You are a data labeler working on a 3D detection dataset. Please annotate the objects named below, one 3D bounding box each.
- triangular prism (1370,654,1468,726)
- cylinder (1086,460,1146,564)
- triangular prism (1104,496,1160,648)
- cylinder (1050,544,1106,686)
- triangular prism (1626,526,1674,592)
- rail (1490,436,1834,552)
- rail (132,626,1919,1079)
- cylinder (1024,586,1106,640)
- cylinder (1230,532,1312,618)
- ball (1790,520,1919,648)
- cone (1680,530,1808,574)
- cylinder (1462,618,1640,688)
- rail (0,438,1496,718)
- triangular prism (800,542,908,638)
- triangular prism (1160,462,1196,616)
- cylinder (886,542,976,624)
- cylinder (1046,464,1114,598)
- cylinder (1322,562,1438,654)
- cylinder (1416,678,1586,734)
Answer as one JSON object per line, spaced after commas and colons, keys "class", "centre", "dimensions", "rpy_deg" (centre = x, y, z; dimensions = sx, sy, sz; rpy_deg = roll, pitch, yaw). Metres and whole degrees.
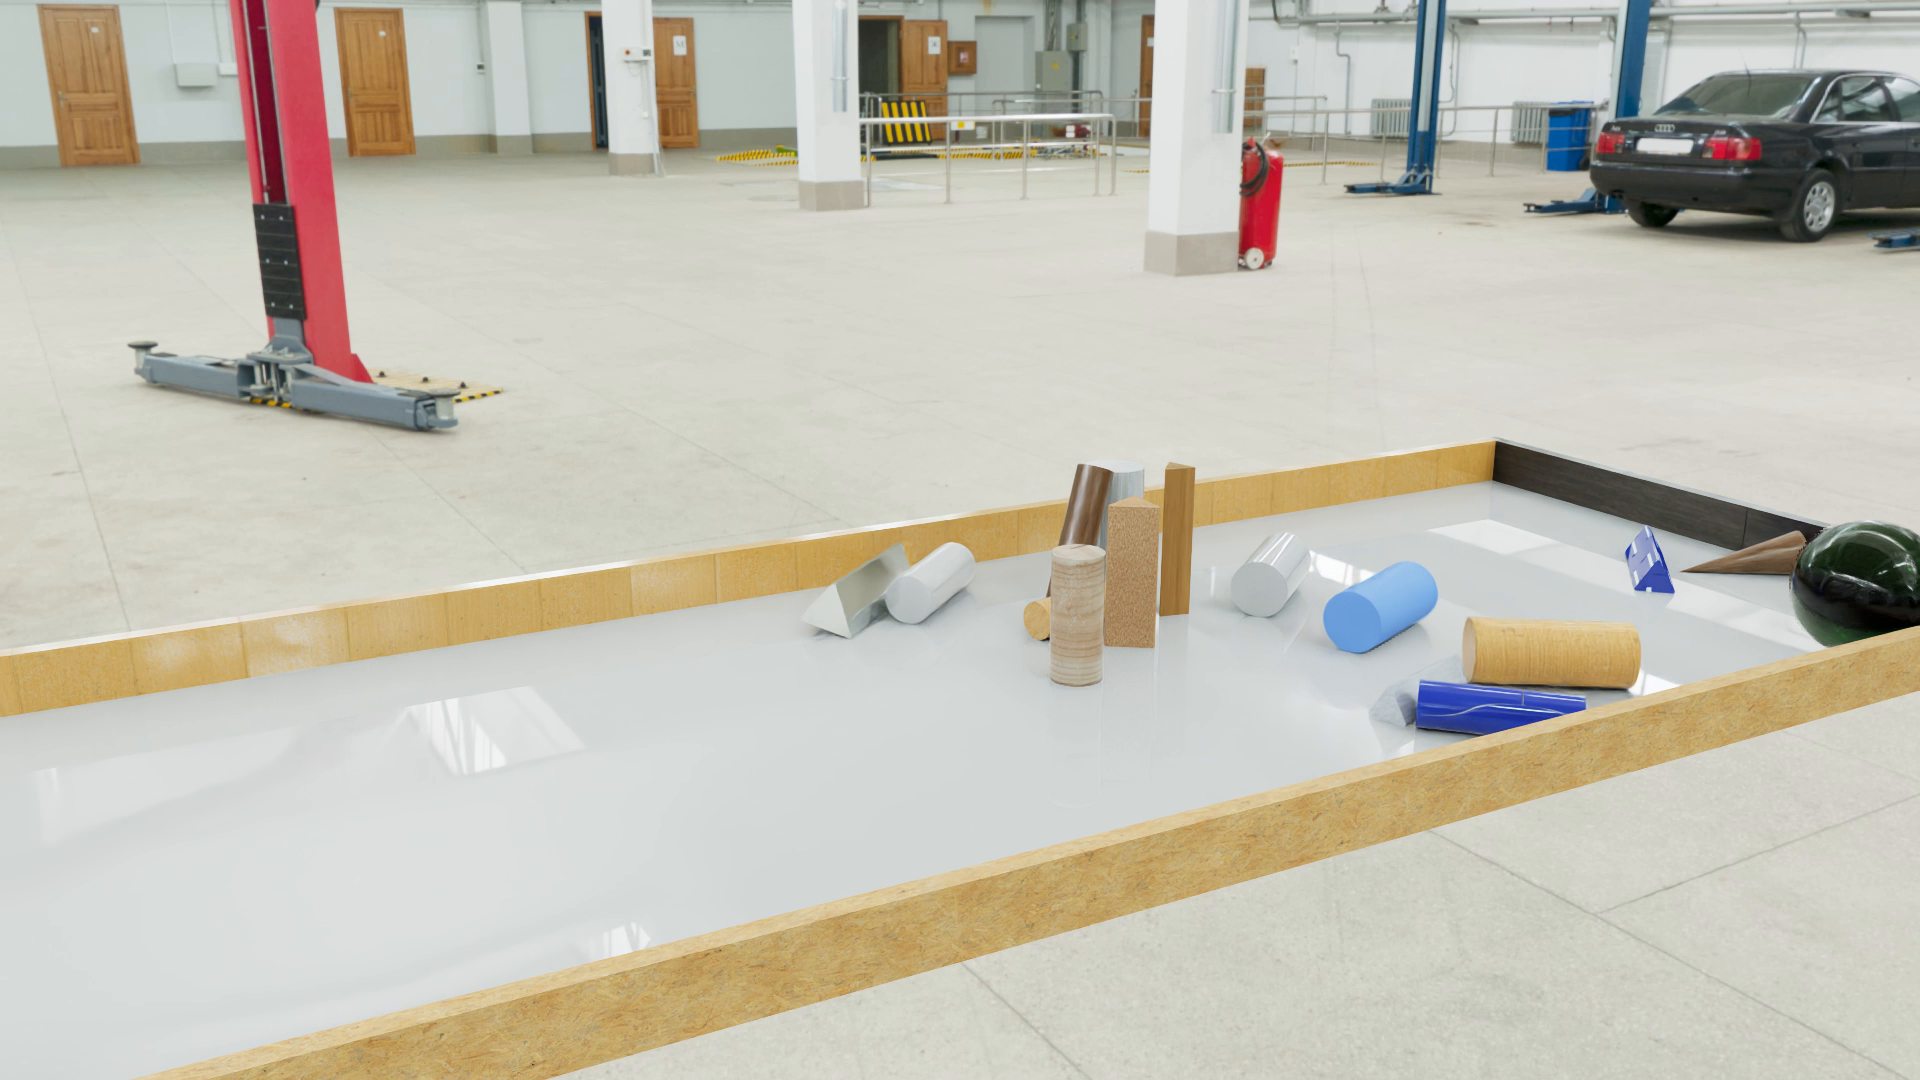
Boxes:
{"class": "triangular prism", "centre": [1.118, 0.353, 3.992], "dimensions": [0.306, 0.086, 0.099], "rpy_deg": [-16, 23, -43]}
{"class": "cylinder", "centre": [0.448, -0.040, 4.839], "dimensions": [0.174, 0.363, 0.174], "rpy_deg": [1, 15, 0]}
{"class": "triangular prism", "centre": [0.458, 0.083, 4.387], "dimensions": [0.131, 0.386, 0.114], "rpy_deg": [2, 16, 7]}
{"class": "cylinder", "centre": [0.293, 0.188, 4.126], "dimensions": [0.135, 0.331, 0.135], "rpy_deg": [0, 16, 0]}
{"class": "triangular prism", "centre": [2.096, 0.051, 5.004], "dimensions": [0.110, 0.095, 0.398], "rpy_deg": [5, 17, 17]}
{"class": "rail", "centre": [2.466, -0.048, 5.253], "dimensions": [0.050, 0.150, 2.100], "rpy_deg": [-9, 18, -27]}
{"class": "rail", "centre": [-2.336, 1.006, 1.665], "dimensions": [12.000, 0.150, 0.050], "rpy_deg": [-9, 18, -27]}
{"class": "cylinder", "centre": [0.362, 0.178, 4.563], "dimensions": [0.416, 0.105, 0.105], "rpy_deg": [-14, 22, -40]}
{"class": "cylinder", "centre": [0.897, 0.097, 4.740], "dimensions": [0.161, 0.161, 0.320], "rpy_deg": [7, 18, 22]}
{"class": "ball", "centre": [2.352, 0.129, 4.271], "dimensions": [0.364, 0.364, 0.364], "rpy_deg": [0, 16, 0]}
{"class": "cone", "centre": [2.365, 0.067, 5.008], "dimensions": [0.364, 0.135, 0.135], "rpy_deg": [-10, 16, 4]}
{"class": "cylinder", "centre": [1.468, 0.281, 4.110], "dimensions": [0.392, 0.163, 0.163], "rpy_deg": [2, 16, 6]}
{"class": "rail", "centre": [-3.305, 0.497, 3.399], "dimensions": [12.000, 0.150, 0.050], "rpy_deg": [-9, 18, -27]}
{"class": "triangular prism", "centre": [-0.268, 0.123, 4.633], "dimensions": [0.156, 0.135, 0.425], "rpy_deg": [19, 22, 18]}
{"class": "triangular prism", "centre": [0.593, -0.004, 4.614], "dimensions": [0.089, 0.424, 0.077], "rpy_deg": [-4, 17, -15]}
{"class": "cylinder", "centre": [-0.080, 0.119, 4.703], "dimensions": [0.138, 0.138, 0.352], "rpy_deg": [6, 17, 20]}
{"class": "cylinder", "centre": [0.337, -0.009, 4.659], "dimensions": [0.107, 0.400, 0.107], "rpy_deg": [14, -4, 1]}
{"class": "cylinder", "centre": [1.138, 0.178, 4.454], "dimensions": [0.167, 0.167, 0.351], "rpy_deg": [13, 21, 37]}
{"class": "cylinder", "centre": [1.245, 0.396, 3.807], "dimensions": [0.364, 0.113, 0.113], "rpy_deg": [5, 17, 16]}
